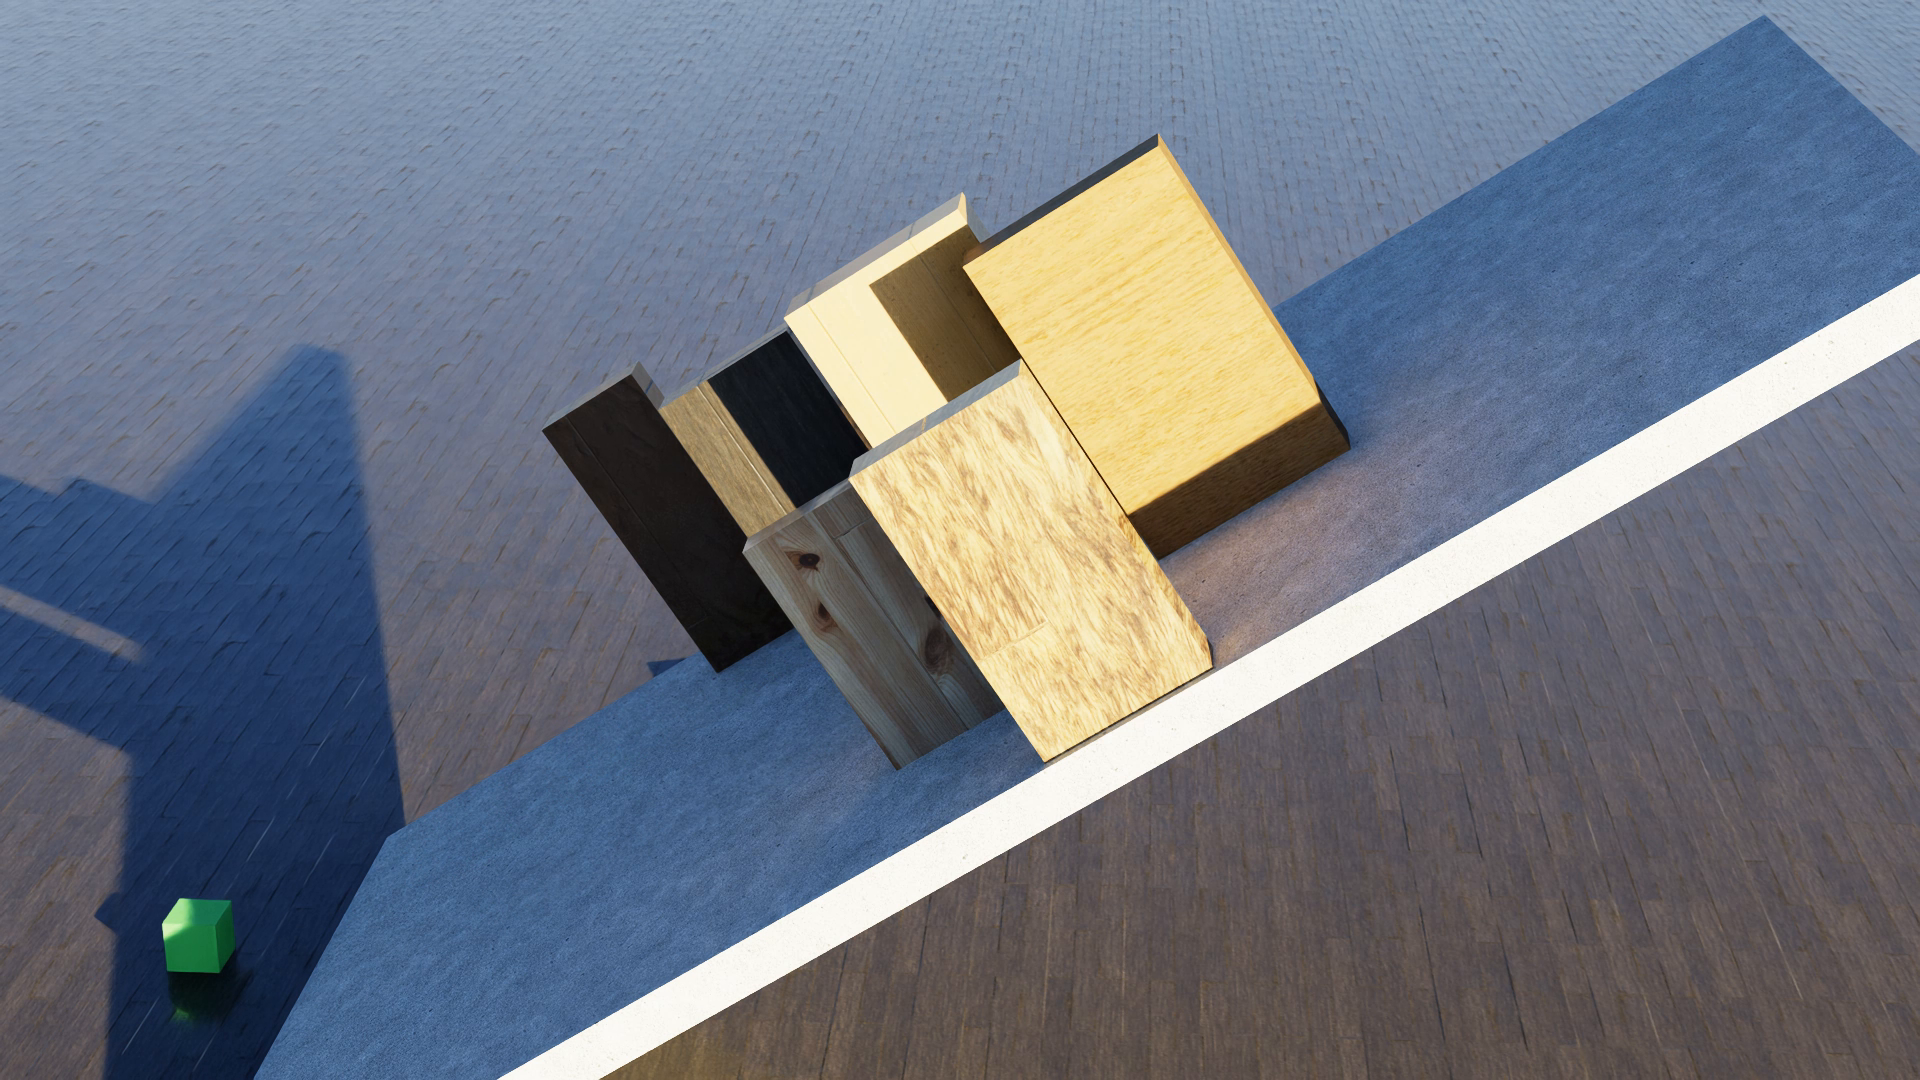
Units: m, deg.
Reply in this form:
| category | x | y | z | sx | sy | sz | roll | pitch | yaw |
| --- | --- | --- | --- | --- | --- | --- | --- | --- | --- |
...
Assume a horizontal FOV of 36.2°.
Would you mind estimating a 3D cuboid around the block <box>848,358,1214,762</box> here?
| category | x | y | z | sx | sy | sz | roll | pitch | yaw |
| --- | --- | --- | --- | --- | --- | --- | --- | --- | --- |
| block | 0.132 | 0.043 | 5.264 | 0.356 | 0.644 | 0.106 | -31 | 15 | 14 |

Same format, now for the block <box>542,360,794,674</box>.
| category | x | y | z | sx | sy | sz | roll | pitch | yaw |
| --- | --- | --- | --- | --- | --- | --- | --- | --- | --- |
| block | -0.679 | -0.051 | 7.095 | 0.263 | 0.735 | 0.109 | -31 | 15 | 14 |

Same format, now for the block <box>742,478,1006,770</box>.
| category | x | y | z | sx | sy | sz | roll | pitch | yaw |
| --- | --- | --- | --- | --- | --- | --- | --- | --- | --- |
| block | -0.091 | 0.120 | 5.702 | 0.424 | 0.538 | 0.082 | -31 | 15 | 14 |

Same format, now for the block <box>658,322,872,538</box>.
| category | x | y | z | sx | sy | sz | roll | pitch | yaw |
| --- | --- | --- | --- | --- | --- | --- | --- | --- | --- |
| block | -0.314 | -0.095 | 6.486 | 0.339 | 0.720 | 0.096 | -31 | 15 | 14 |

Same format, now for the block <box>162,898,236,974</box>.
| category | x | y | z | sx | sy | sz | roll | pitch | yaw |
| --- | --- | --- | --- | --- | --- | --- | --- | --- | --- |
| block | -1.867 | 0.971 | 7.219 | 0.131 | 0.131 | 0.131 | 1 | 20 | 4 |

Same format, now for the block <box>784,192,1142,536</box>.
| category | x | y | z | sx | sy | sz | roll | pitch | yaw |
| --- | --- | --- | --- | --- | --- | --- | --- | --- | --- |
| block | 0.038 | -0.271 | 6.147 | 0.426 | 0.791 | 0.147 | -31 | 15 | 14 |

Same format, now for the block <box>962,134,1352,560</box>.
| category | x | y | z | sx | sy | sz | roll | pitch | yaw |
| --- | --- | --- | --- | --- | --- | --- | --- | --- | --- |
| block | 0.394 | -0.377 | 5.852 | 0.449 | 0.724 | 0.116 | -31 | 15 | 14 |

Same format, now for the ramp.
| category | x | y | z | sx | sy | sz | roll | pitch | yaw |
| --- | --- | --- | --- | --- | --- | --- | --- | --- | --- |
| ramp | 0.140 | 0.170 | 6.295 | 4.000 | 0.100 | 2.000 | -31 | 15 | 14 |
